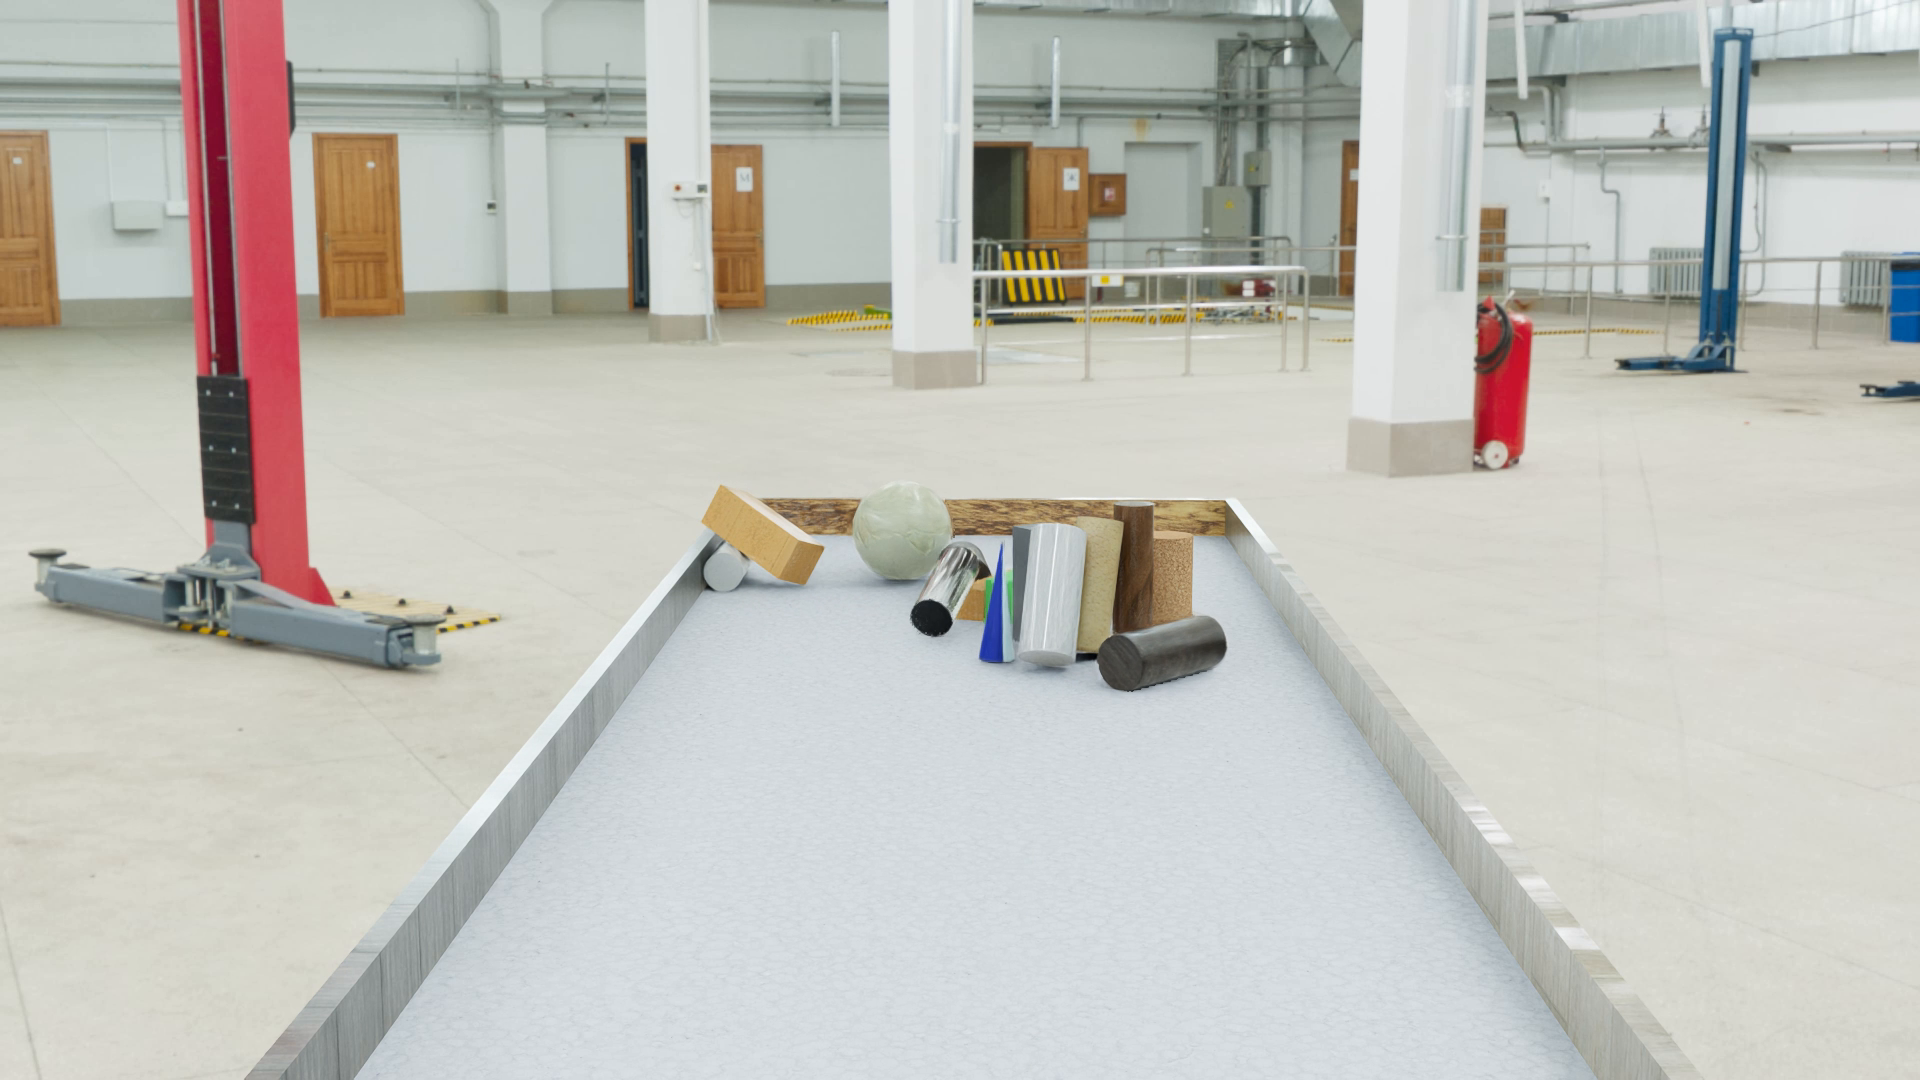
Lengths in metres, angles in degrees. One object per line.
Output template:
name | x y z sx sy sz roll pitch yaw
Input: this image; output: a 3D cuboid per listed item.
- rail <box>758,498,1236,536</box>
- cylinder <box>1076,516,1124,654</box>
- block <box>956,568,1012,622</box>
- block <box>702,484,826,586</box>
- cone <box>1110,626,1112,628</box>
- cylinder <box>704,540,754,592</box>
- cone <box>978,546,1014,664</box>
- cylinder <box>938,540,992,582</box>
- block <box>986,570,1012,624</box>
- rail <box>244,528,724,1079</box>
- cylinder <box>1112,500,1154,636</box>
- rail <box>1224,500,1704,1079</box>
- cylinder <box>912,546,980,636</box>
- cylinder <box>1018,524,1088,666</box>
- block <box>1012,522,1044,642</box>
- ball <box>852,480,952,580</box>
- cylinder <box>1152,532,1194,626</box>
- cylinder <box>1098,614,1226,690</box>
rail | 0.099 -0.098 9.147 2.100 0.150 0.050 0 9 1
cylinder | 0.405 0.140 6.744 0.146 0.409 0.146 8 -4 1
block | 0.132 0.184 7.515 0.104 0.104 0.448 5 10 27
block | -0.719 -0.020 8.015 0.439 0.159 0.159 34 10 33
cone | 0.417 0.109 7.196 0.161 0.352 0.161 0 9 0
cylinder | -0.841 0.083 8.040 0.140 0.140 0.409 0 9 1
cone | 0.119 0.184 6.670 0.113 0.363 0.113 2 10 0
cylinder | 0.016 0.114 7.749 0.169 0.169 0.351 -1 9 -3
block | 0.232 0.179 7.439 0.139 0.139 0.378 5 10 27
rail | -1.004 0.839 3.234 0.050 0.150 12.000 0 9 1
cylinder | 0.545 0.105 6.928 0.128 0.444 0.128 0 9 0
rail | 1.046 0.843 3.208 0.050 0.150 12.000 0 9 1
cylinder | -0.046 0.166 7.177 0.137 0.137 0.365 2 28 15
cylinder | 0.279 0.165 6.595 0.172 0.396 0.172 6 -18 2
block | 0.251 0.139 6.959 0.122 0.367 0.122 -7 11 -36
ball | -0.212 -0.035 8.054 0.368 0.368 0.368 0 9 0
cylinder | 0.675 0.135 7.183 0.168 0.306 0.168 0 9 0
cylinder | 0.594 0.327 6.432 0.161 0.161 0.414 8 12 41
